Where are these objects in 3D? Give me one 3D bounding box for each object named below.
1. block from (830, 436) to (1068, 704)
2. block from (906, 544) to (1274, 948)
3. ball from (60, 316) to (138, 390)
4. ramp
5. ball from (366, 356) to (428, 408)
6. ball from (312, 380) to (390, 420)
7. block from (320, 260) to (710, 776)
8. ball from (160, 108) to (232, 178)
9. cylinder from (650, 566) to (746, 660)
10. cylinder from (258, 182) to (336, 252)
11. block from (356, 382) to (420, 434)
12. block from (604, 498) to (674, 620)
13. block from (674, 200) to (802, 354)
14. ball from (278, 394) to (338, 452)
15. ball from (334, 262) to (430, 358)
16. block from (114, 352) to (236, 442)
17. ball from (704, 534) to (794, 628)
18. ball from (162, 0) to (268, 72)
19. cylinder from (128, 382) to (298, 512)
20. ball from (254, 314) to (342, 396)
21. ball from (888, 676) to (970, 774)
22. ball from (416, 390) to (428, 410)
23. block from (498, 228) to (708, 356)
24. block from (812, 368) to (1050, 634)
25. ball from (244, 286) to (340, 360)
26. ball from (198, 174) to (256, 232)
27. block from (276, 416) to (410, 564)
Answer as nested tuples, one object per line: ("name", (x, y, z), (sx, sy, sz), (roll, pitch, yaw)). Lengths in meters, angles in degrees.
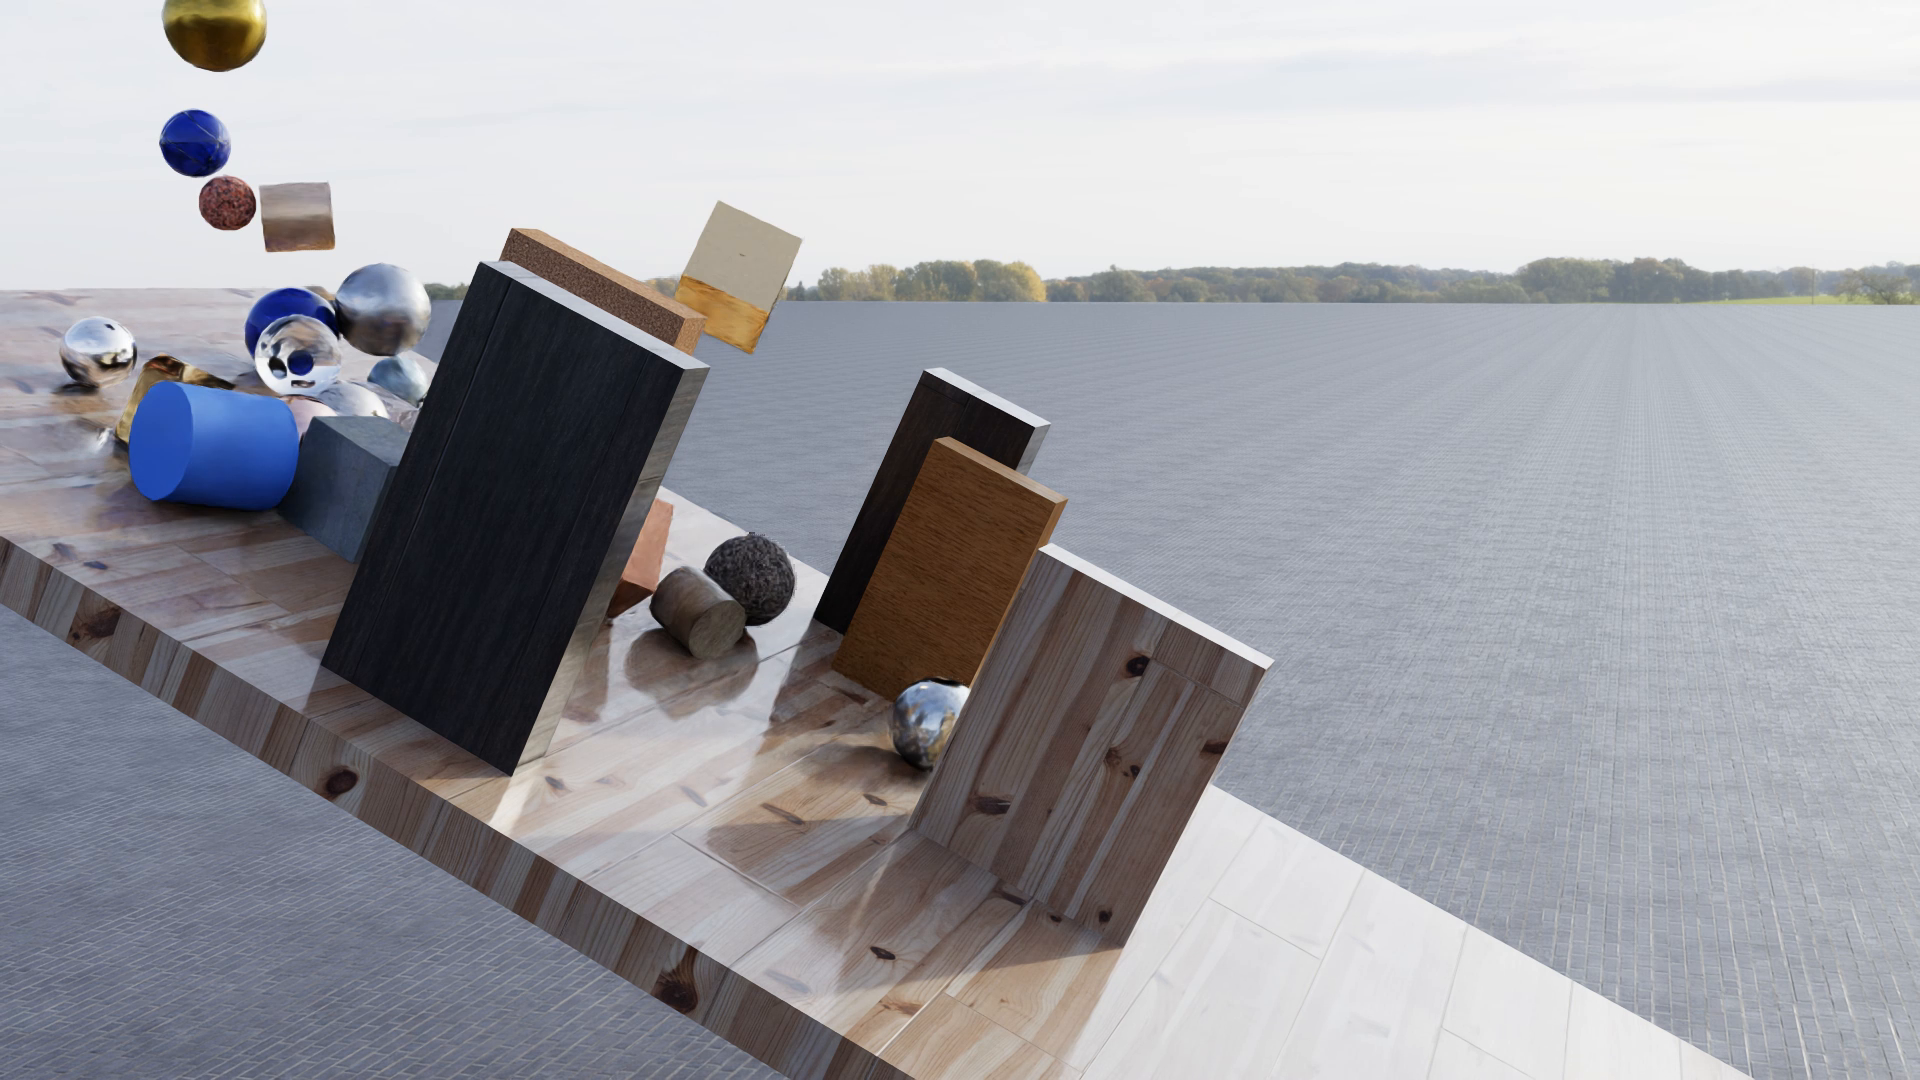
("block", (-0.025, 0.091, 4.535), (0.284, 0.533, 0.101), (28, 14, 12))
("block", (0.225, 0.361, 3.887), (0.444, 0.565, 0.093), (28, 14, 12))
("ball", (-1.651, -0.358, 4.216), (0.139, 0.139, 0.139), (0, 7, 0))
("ramp", (-0.258, 0.439, 4.167), (4.000, 0.100, 2.000), (28, 14, 12))
("ball", (-1.247, -0.340, 4.873), (0.133, 0.133, 0.133), (0, 7, 0))
("ball", (-1.223, -0.222, 4.354), (0.186, 0.186, 0.186), (0, 7, 0))
("block", (-0.702, -0.033, 3.437), (0.374, 0.708, 0.097), (28, 14, 12))
("ball", (-1.493, -0.774, 4.295), (0.134, 0.134, 0.134), (0, 7, 0))
("cylinder", (-0.515, 0.143, 4.322), (0.135, 0.135, 0.135), (-7, 34, -44))
("cylinder", (-1.452, -0.708, 4.822), (0.148, 0.148, 0.148), (-6, 8, -15))
("block", (-1.221, -0.236, 4.524), (0.132, 0.132, 0.132), (30, 14, 17))
("block", (-0.689, 0.012, 4.214), (0.185, 0.185, 0.185), (23, -30, -27))
("block", (-0.469, -0.547, 4.592), (0.192, 0.192, 0.192), (24, -26, -6))
("ball", (-1.252, -0.181, 4.146), (0.187, 0.187, 0.187), (0, 7, 0))
("ball", (-1.255, -0.500, 4.780), (0.204, 0.204, 0.204), (0, 7, 0))
("block", (-1.449, -0.240, 4.066), (0.146, 0.146, 0.146), (25, 9, -12))
("ball", (-0.439, 0.085, 4.564), (0.191, 0.191, 0.191), (0, 7, 0))
("ball", (-1.484, -1.035, 4.382), (0.201, 0.201, 0.201), (0, 7, 0))
("cylinder", (-1.325, -0.164, 3.907), (0.208, 0.208, 0.208), (6, -1, 40))
("ball", (-1.277, -0.354, 4.247), (0.162, 0.162, 0.162), (0, 7, 0))
("ball", (-0.045, 0.357, 4.240), (0.186, 0.186, 0.186), (0, 7, 0))
("ball", (-1.096, -0.258, 4.755), (0.168, 0.168, 0.168), (0, 7, 0))
("block", (-0.753, -0.172, 3.941), (0.365, 0.675, 0.097), (28, 14, 12))
("block", (-0.064, -0.041, 4.808), (0.275, 0.607, 0.132), (28, 14, 12))
("ball", (-1.452, -0.450, 4.781), (0.201, 0.201, 0.201), (0, 7, 0))
("ball", (-1.589, -0.731, 4.771), (0.121, 0.121, 0.121), (0, 7, 0))
("block", (-1.095, -0.095, 4.074), (0.199, 0.199, 0.199), (30, 14, 21))
